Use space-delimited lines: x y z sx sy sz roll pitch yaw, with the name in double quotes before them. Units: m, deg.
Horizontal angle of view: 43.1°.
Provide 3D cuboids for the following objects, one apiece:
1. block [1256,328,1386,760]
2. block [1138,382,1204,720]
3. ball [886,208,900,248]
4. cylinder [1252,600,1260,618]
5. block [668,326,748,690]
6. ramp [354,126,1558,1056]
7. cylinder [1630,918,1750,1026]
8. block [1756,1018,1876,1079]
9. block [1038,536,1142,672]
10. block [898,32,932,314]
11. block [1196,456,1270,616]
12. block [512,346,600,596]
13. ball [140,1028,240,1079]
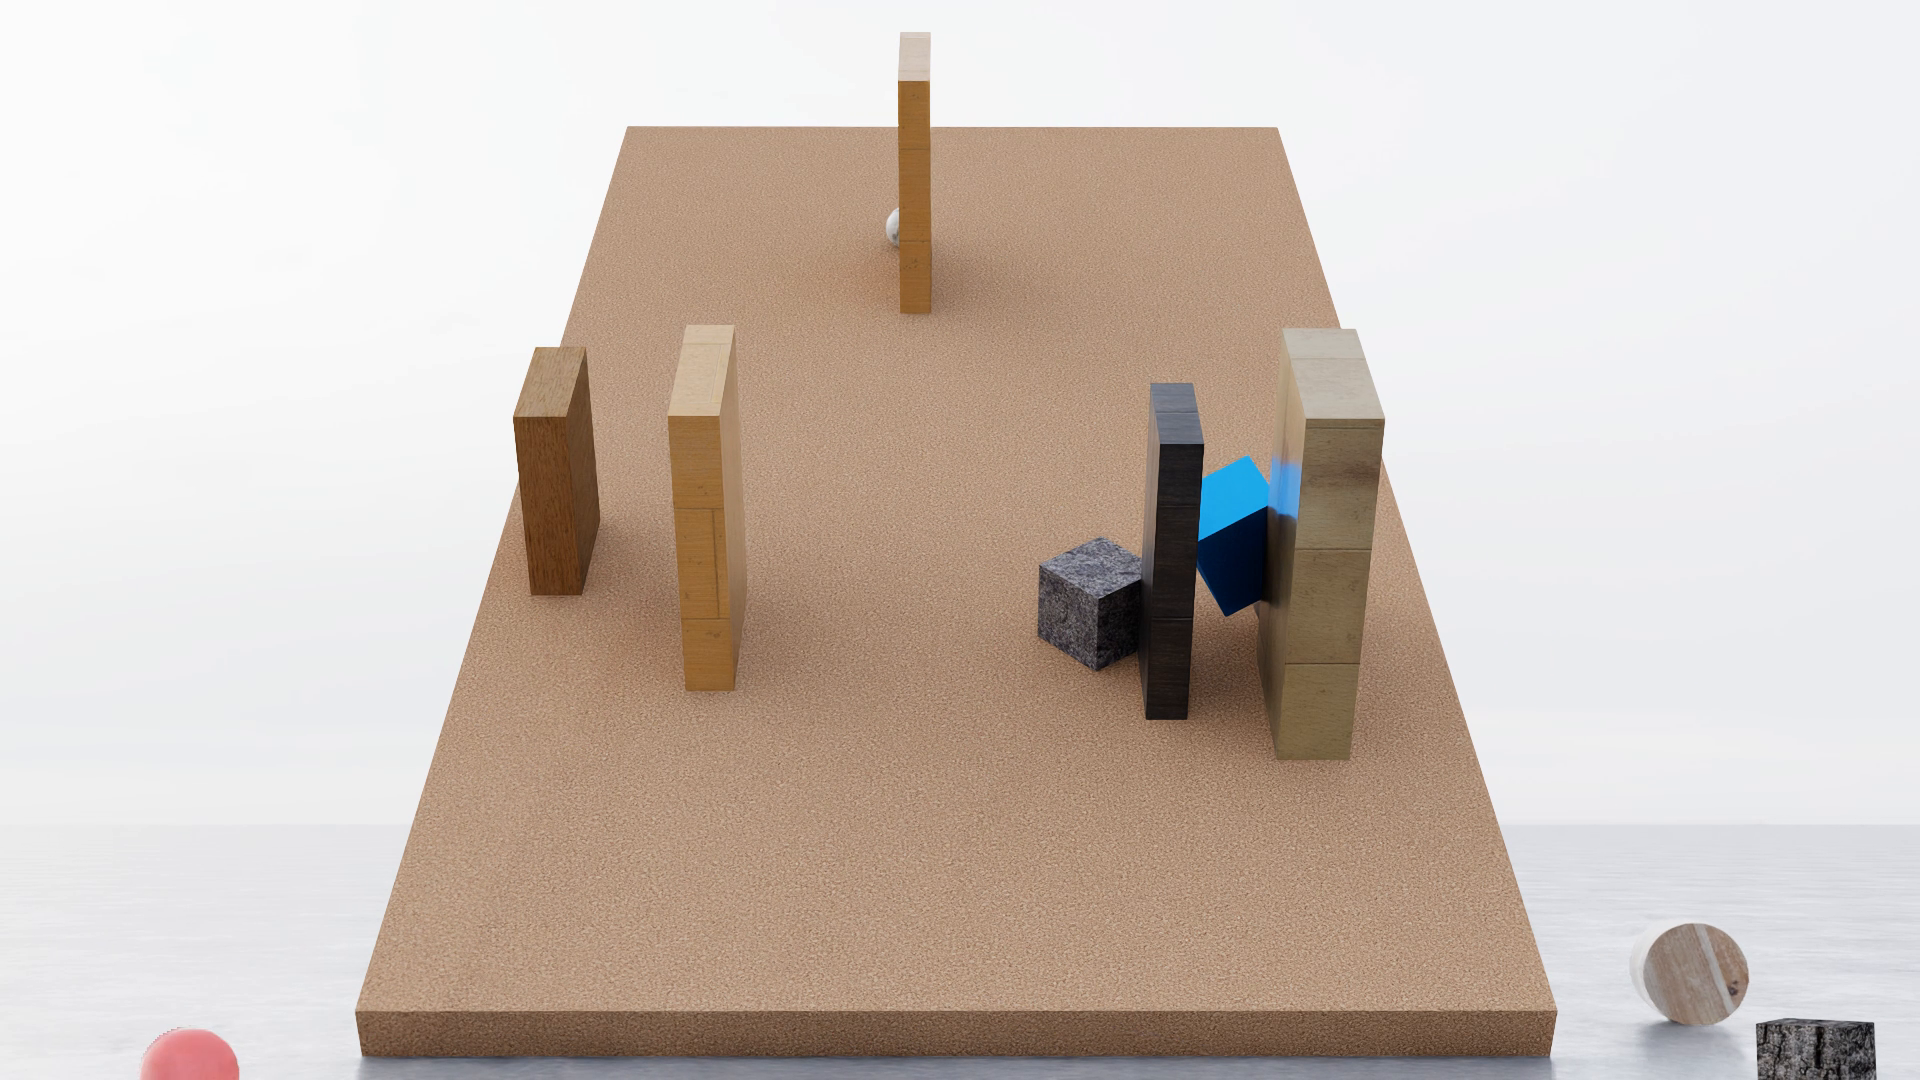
"block" 0.676 0.011 4.611 0.140 0.739 0.361 0 31 0
"block" 0.405 0.026 4.706 0.081 0.615 0.243 0 31 0
"ball" -0.145 -0.857 6.662 0.118 0.118 0.118 0 -7 0
"cylinder" 0.715 0.108 5.014 0.160 0.160 0.160 -23 7 -33
"block" -0.498 -0.064 4.846 0.096 0.620 0.385 0 31 0
"ramp" -0.014 -0.202 5.780 2.000 0.100 4.000 0 31 0
"cylinder" 1.432 0.849 4.781 0.197 0.197 0.197 -1 -7 7
"block" 1.163 0.717 3.296 0.121 0.121 0.121 -5 -8 37
"block" 0.283 0.129 4.963 0.174 0.174 0.174 -24 38 -34
"block" -0.116 -0.956 6.323 0.081 0.635 0.362 0 31 0
"block" 0.561 -0.009 4.917 0.195 0.195 0.195 -27 32 3
"block" -0.854 -0.148 5.170 0.108 0.428 0.318 0 31 0
"ball" -1.008 0.702 3.179 0.124 0.124 0.124 0 -7 0
